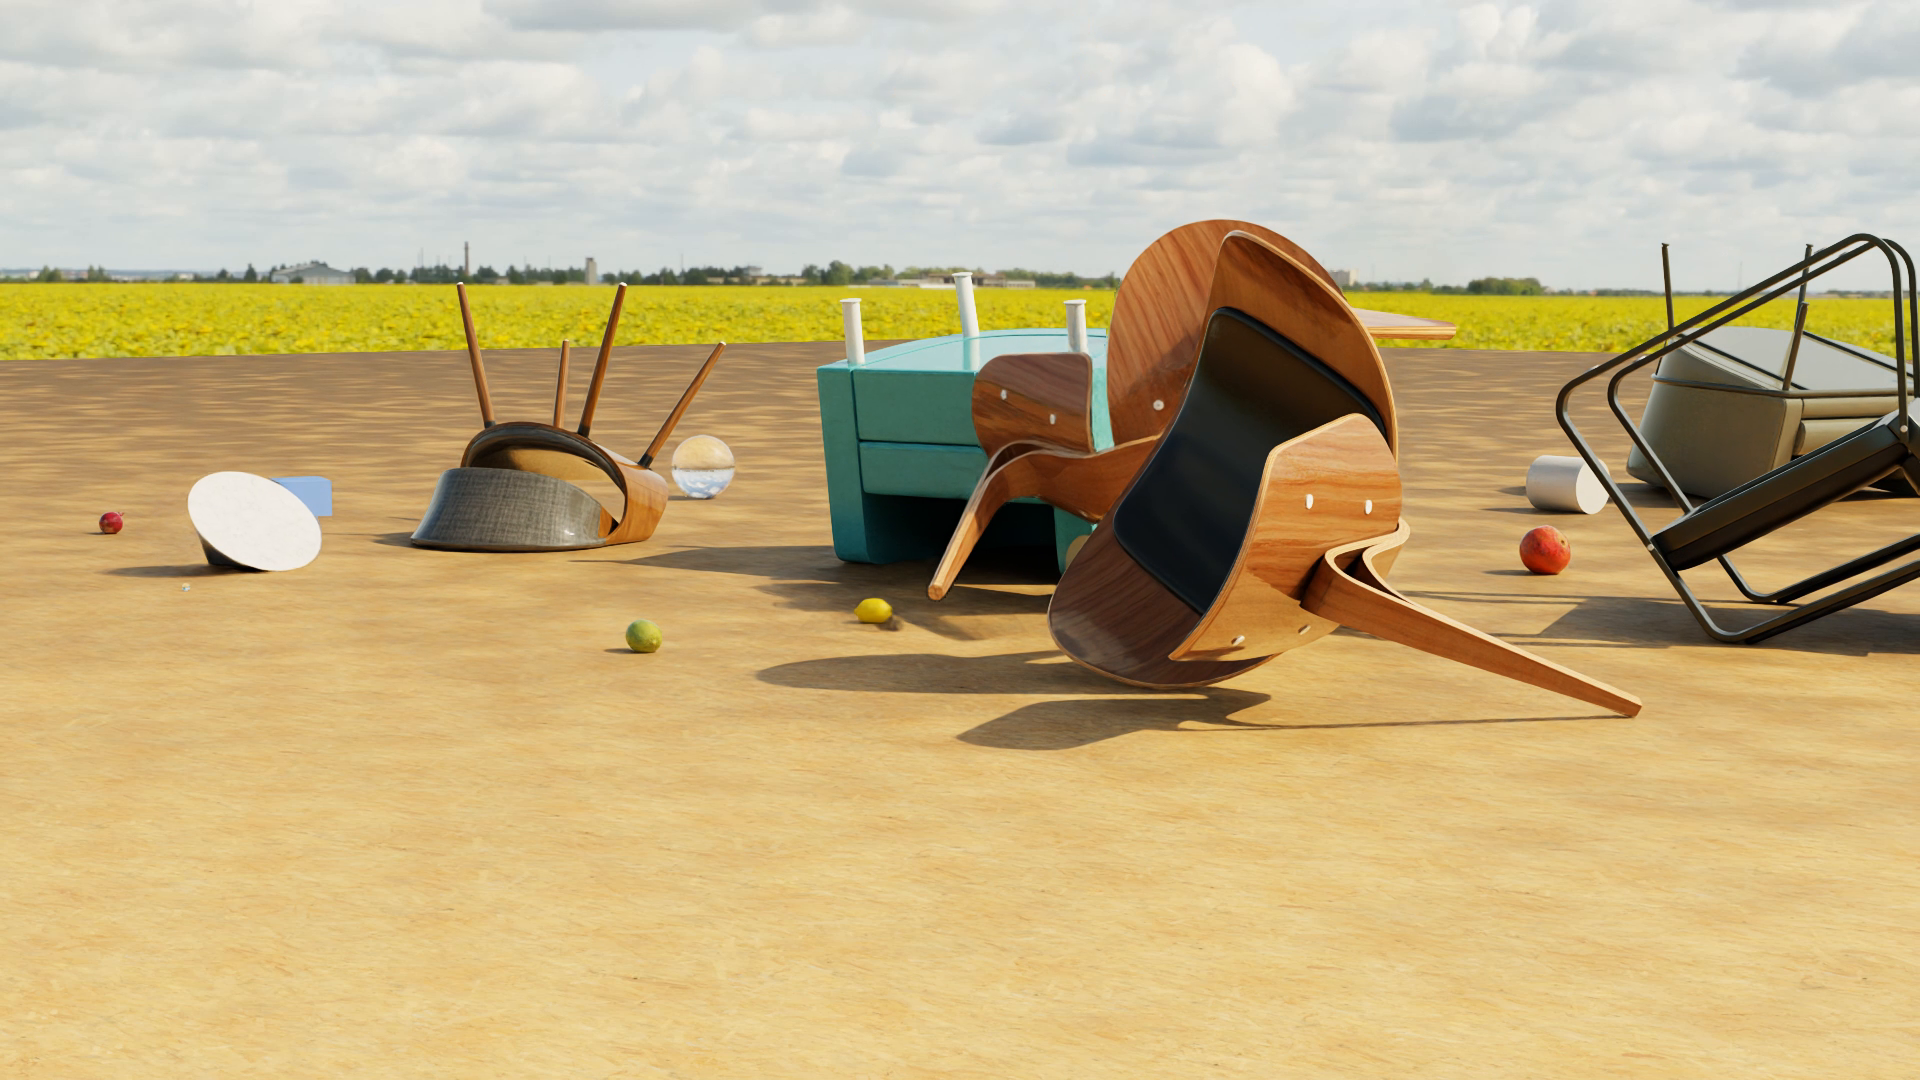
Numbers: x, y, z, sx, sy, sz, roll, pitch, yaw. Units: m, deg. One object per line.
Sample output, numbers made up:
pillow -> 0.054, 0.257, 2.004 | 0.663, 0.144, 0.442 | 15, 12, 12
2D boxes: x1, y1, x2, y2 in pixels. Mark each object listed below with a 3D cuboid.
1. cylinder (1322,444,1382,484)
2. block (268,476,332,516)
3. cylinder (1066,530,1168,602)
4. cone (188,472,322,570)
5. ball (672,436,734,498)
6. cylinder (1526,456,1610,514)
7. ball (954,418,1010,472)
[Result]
cylinder -> 1.262, -0.246, 8.252 | 0.116, 0.113, 0.256 | 17, 13, 25
block -> -1.830, -0.120, 7.113 | 0.143, 0.096, 0.181 | -3, 6, -24
cylinder -> 0.320, 0.052, 5.247 | 0.159, 0.135, 0.137 | -5, 45, -38
cone -> -1.648, 0.007, 5.808 | 0.331, 0.244, 0.212 | 17, -39, -41
ball -> -0.761, -0.217, 7.598 | 0.188, 0.188, 0.188 | 0, 6, 0
cylinder -> 1.700, -0.156, 7.173 | 0.150, 0.155, 0.175 | 20, -8, -37
ball -> 0.073, -0.316, 8.594 | 0.182, 0.182, 0.182 | 0, 6, 0
